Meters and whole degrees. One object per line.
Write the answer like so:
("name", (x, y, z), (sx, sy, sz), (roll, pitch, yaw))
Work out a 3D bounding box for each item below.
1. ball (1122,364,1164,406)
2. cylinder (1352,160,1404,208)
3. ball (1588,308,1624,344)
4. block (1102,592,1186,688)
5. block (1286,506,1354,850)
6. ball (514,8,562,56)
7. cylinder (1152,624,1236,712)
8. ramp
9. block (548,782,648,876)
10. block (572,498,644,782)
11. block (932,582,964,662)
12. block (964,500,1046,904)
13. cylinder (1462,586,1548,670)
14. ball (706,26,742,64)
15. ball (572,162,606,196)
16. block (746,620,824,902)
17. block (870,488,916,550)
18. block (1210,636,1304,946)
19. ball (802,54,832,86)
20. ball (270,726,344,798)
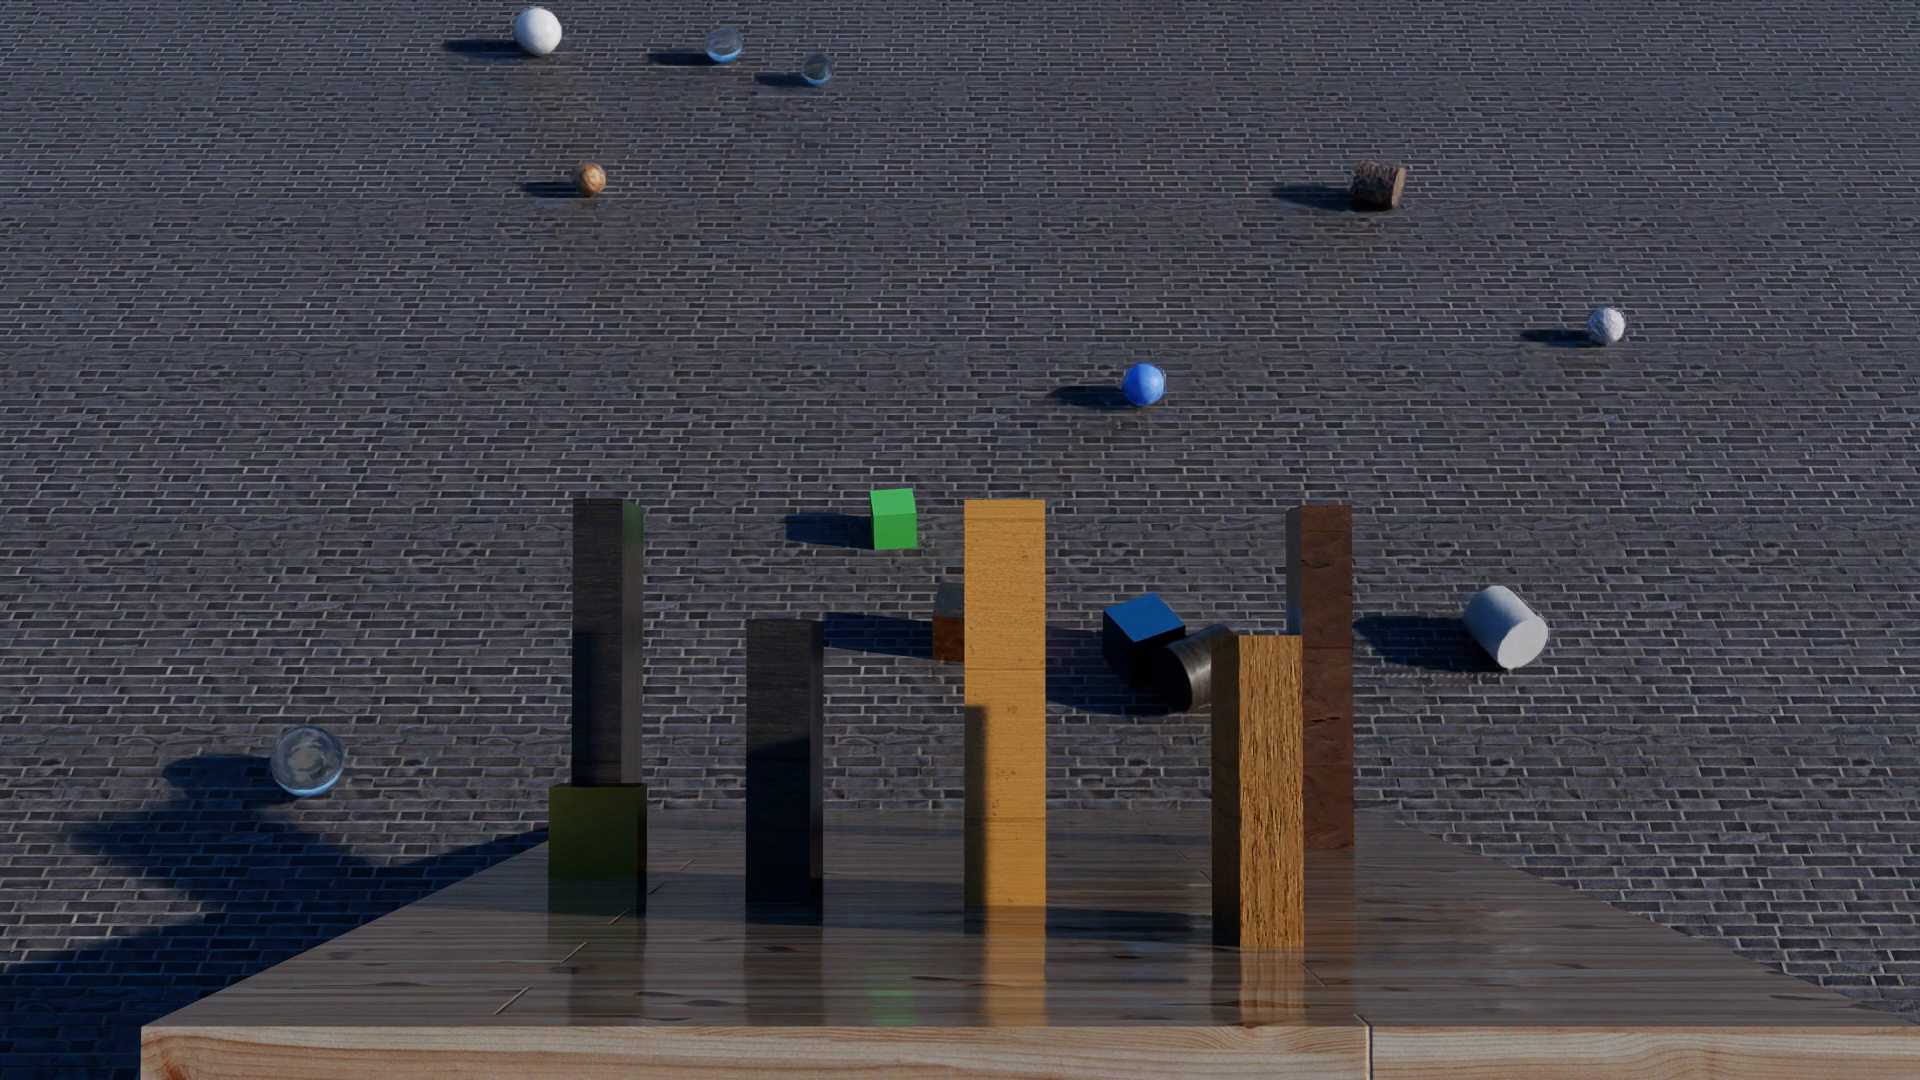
("ball", (0.605, -0.511, 8.575), (0.140, 0.140, 0.140), (0, 37, 0))
("cylinder", (1.550, -1.319, 9.641), (0.153, 0.153, 0.153), (13, 39, 20))
("ball", (2.205, -0.731, 8.880), (0.125, 0.125, 0.125), (0, 37, 0))
("block", (0.526, 0.289, 7.478), (0.171, 0.171, 0.171), (-17, 40, -22))
("block", (0.786, 0.298, 5.697), (0.109, 0.735, 0.263), (0, -2, 0))
("ball", (-1.724, -2.077, 10.627), (0.190, 0.190, 0.190), (0, 37, 0))
("cylinder", (0.679, 0.362, 7.359), (0.196, 0.196, 0.196), (-20, 41, -25))
("ramp", (0.081, 0.682, 4.916), (2.000, 0.100, 4.000), (0, -2, 0))
("block", (-0.689, 0.551, 4.961), (0.167, 0.167, 0.167), (0, -2, -1))
("block", (-0.706, 0.285, 5.226), (0.096, 0.720, 0.339), (0, -2, 0))
("block", (0.011, 0.240, 7.551), (0.162, 0.162, 0.162), (4, 37, 6))
("block", (0.075, 0.277, 4.511), (0.135, 0.675, 0.334), (0, -2, 0))
("cylinder", (1.576, 0.252, 7.522), (0.175, 0.175, 0.175), (-16, 40, -21))
("ball", (-0.962, -2.014, 10.578), (0.149, 0.149, 0.149), (0, 37, 0))
("ball", (-1.384, -1.349, 9.709), (0.124, 0.124, 0.124), (0, 37, 0))
("block", (-0.306, 0.380, 4.584), (0.108, 0.475, 0.417), (0, -2, 0))
("block", (-0.205, -0.064, 7.984), (0.131, 0.131, 0.131), (-4, 37, -5))
("block", (0.446, 0.368, 3.931), (0.091, 0.444, 0.418), (0, -2, 0))
("ball", (-0.571, -1.884, 10.426), (0.122, 0.122, 0.122), (0, 37, 0))
("ball", (-1.768, 0.599, 7.044), (0.194, 0.194, 0.194), (0, 37, 0))
